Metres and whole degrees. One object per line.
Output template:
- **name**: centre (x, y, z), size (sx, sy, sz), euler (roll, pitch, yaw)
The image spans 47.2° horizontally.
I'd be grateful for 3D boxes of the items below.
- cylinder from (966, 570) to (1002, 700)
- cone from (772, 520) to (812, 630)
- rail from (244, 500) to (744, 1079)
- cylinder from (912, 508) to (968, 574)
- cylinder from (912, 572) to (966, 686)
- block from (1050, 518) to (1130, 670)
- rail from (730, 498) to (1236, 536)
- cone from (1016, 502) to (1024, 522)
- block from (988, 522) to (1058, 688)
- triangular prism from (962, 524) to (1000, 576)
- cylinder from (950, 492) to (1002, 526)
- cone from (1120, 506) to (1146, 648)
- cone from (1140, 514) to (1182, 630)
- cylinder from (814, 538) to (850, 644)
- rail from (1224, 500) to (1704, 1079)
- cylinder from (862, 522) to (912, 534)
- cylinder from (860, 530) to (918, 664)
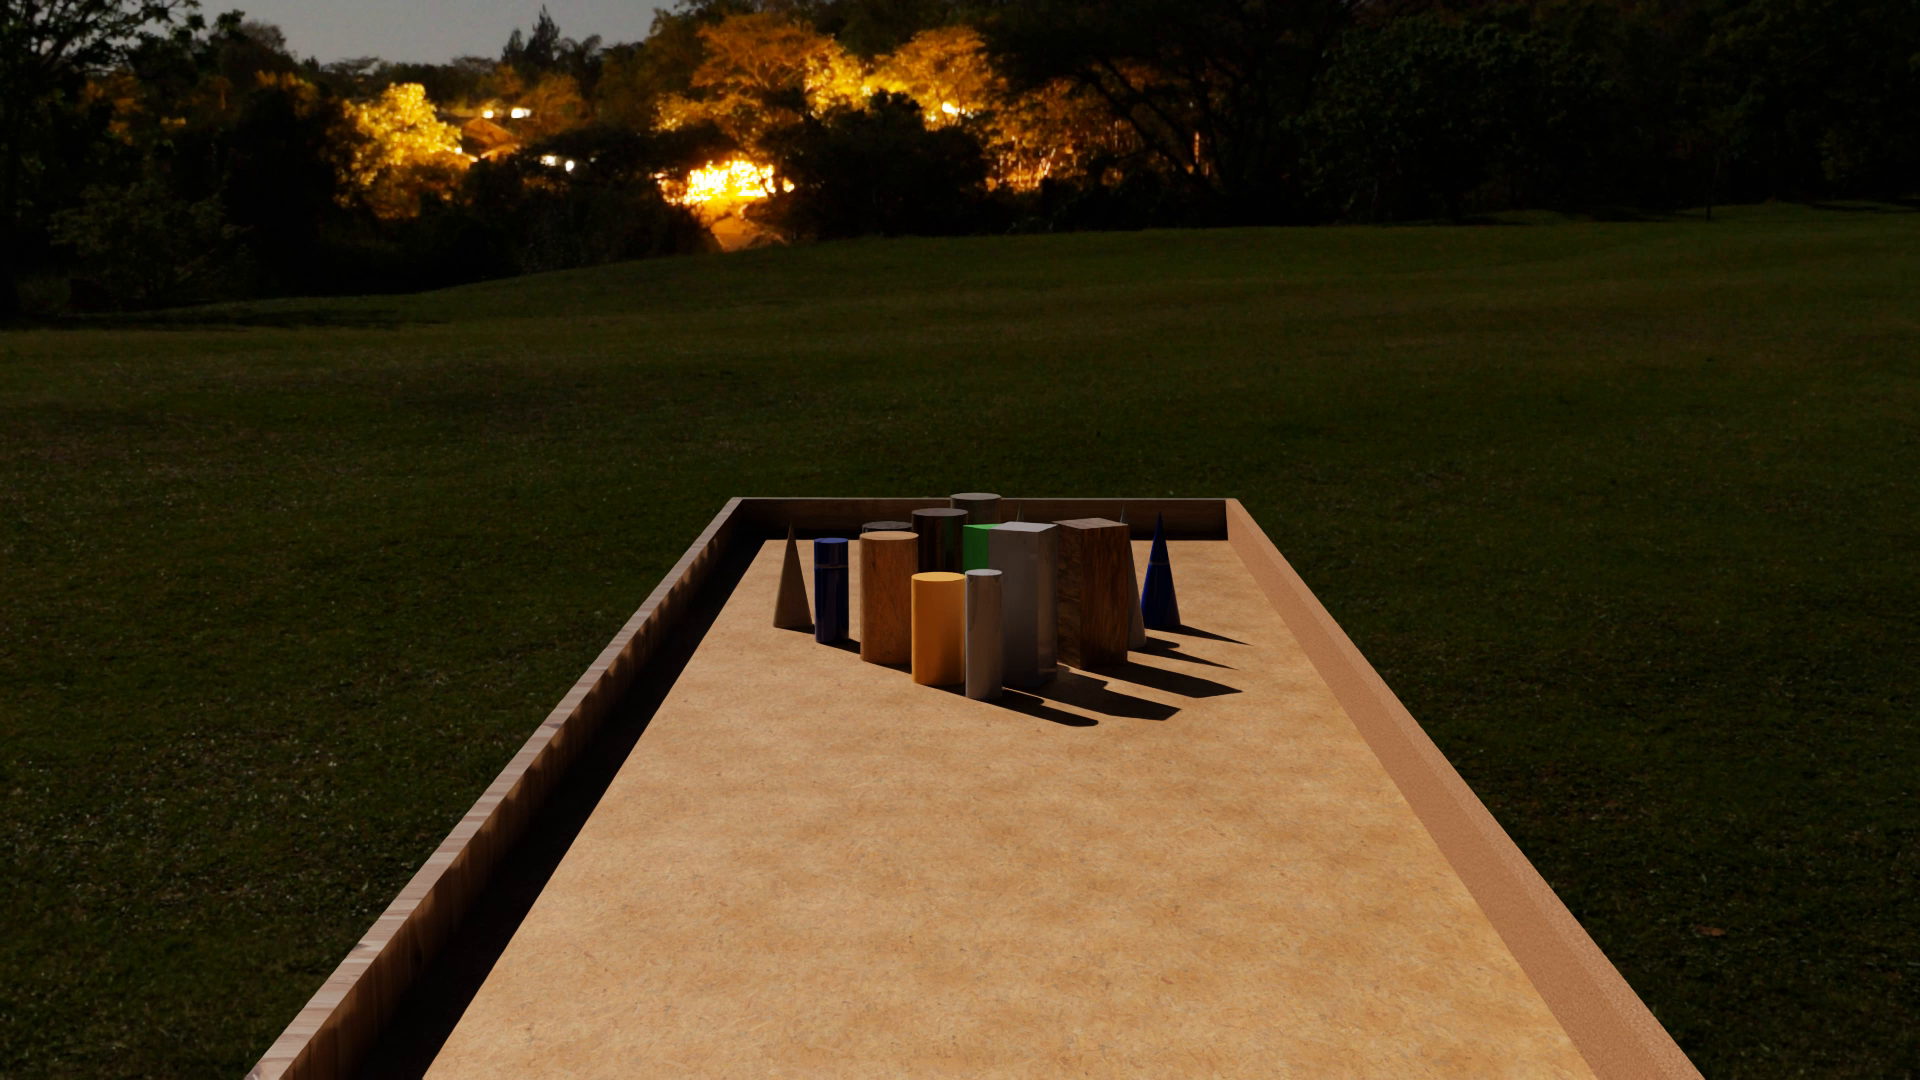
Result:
- **cylinder**: centre (0.067, 0.266, 6.197), size (0.104, 0.355, 0.104), euler (0, 9, 0)
- **cone**: centre (-0.552, 0.106, 7.215), size (0.135, 0.352, 0.135), euler (0, 9, 0)
- **rail**: centre (-1.004, 0.839, 3.234), size (0.050, 0.150, 12.000), euler (0, 9, 1)
- **cylinder**: centre (-0.063, 0.120, 6.907), size (0.179, 0.420, 0.179), euler (0, 9, 0)
- **cylinder**: centre (-0.063, 0.258, 6.404), size (0.156, 0.307, 0.156), euler (0, 9, 0)
- **block**: centre (0.390, 0.160, 6.644), size (0.170, 0.425, 0.170), euler (-5, 10, -29)
- **rail**: centre (0.099, -0.098, 9.147), size (2.100, 0.150, 0.050), euler (0, 9, 1)
- **cone**: centre (0.190, 0.096, 6.944), size (0.157, 0.457, 0.157), euler (0, 9, 0)
- **block**: centre (0.184, 0.186, 6.389), size (0.154, 0.454, 0.154), euler (4, 10, 24)
- **triangular prism**: centre (0.096, 0.160, 6.692), size (0.115, 0.410, 0.133), euler (-9, 13, -44)
- **cylinder**: centre (0.051, 0.070, 7.189), size (0.164, 0.431, 0.164), euler (0, 9, 0)
- **cone**: centre (0.513, 0.102, 6.908), size (0.154, 0.455, 0.154), euler (0, 9, 0)
- **cone**: centre (0.653, 0.091, 7.208), size (0.152, 0.384, 0.152), euler (0, 9, 0)
- **cylinder**: centre (-0.406, 0.161, 6.959), size (0.109, 0.324, 0.109), euler (0, 9, 0)
- **rail**: centre (1.046, 0.843, 3.208), size (0.050, 0.150, 12.000), euler (0, 9, 1)
- **cylinder**: centre (-0.235, 0.117, 7.198), size (0.168, 0.335, 0.168), euler (0, 9, 0)
- **cylinder**: centre (-0.215, 0.174, 6.699), size (0.180, 0.380, 0.180), euler (0, 9, 0)
